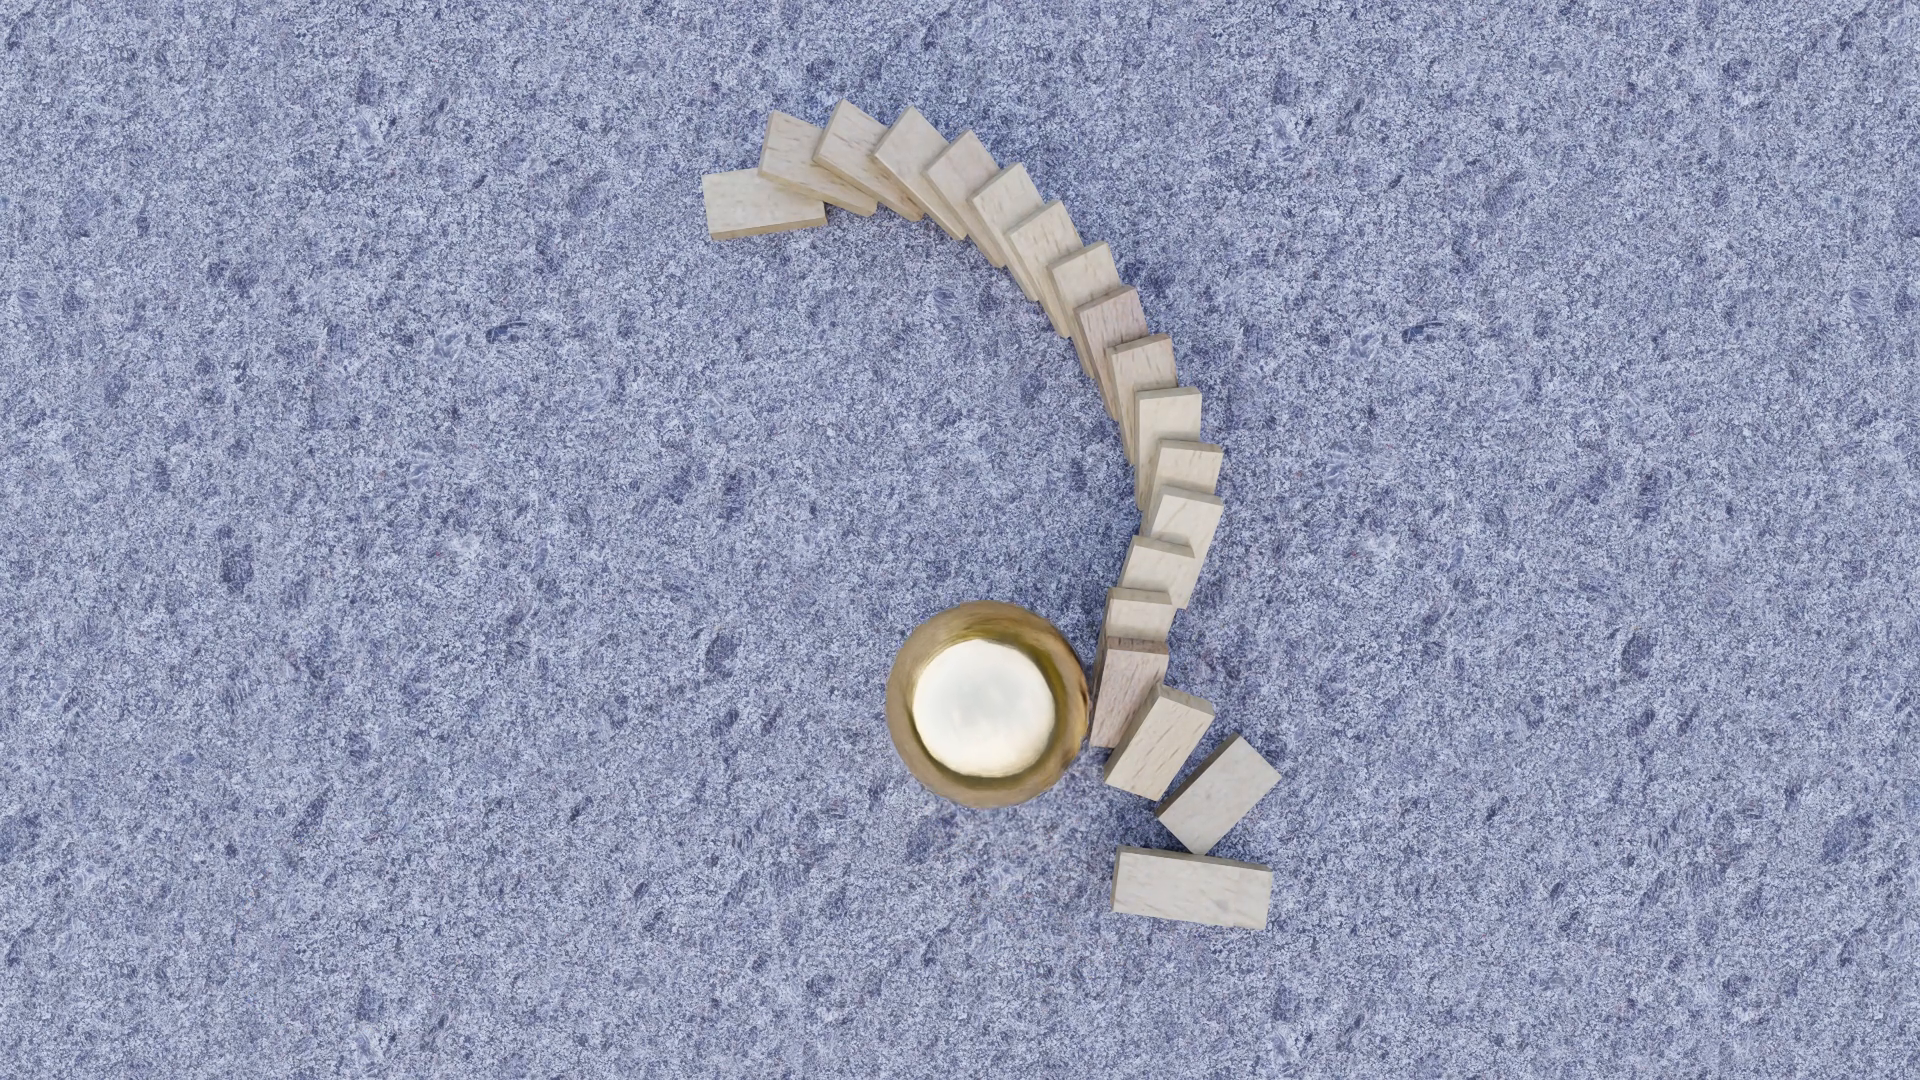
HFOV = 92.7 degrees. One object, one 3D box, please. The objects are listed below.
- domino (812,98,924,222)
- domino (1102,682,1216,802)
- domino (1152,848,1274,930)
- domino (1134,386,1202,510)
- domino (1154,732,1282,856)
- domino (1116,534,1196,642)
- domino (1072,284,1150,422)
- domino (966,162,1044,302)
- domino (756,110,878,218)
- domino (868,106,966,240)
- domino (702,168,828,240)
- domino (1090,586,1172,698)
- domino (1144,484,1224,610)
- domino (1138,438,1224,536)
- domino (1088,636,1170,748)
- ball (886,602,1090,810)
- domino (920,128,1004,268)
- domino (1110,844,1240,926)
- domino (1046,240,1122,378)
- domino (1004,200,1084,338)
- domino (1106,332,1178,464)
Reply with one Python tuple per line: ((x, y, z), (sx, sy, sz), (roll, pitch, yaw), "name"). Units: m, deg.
((-0.034, -0.158, 0.384), (0.050, 0.009, 0.025), (24, 90, -28), "domino")
((0.082, 0.085, 0.383), (0.025, 0.009, 0.050), (21, 117, -7), "domino")
((0.107, 0.150, 0.395), (0.050, 0.009, 0.025), (8, 90, 0), "domino")
((0.087, -0.038, 0.384), (0.025, 0.010, 0.050), (-6, 119, 0), "domino")
((0.111, 0.110, 0.395), (0.025, 0.010, 0.050), (45, 90, 0), "domino")
((0.078, 0.024, 0.384), (0.025, 0.010, 0.050), (12, 118, 0), "domino")
((0.068, -0.078, 0.384), (0.025, 0.010, 0.050), (-24, 117, 0), "domino")
((0.027, -0.129, 0.384), (0.025, 0.010, 0.050), (-38, 117, 0), "domino")
((-0.057, -0.157, 0.384), (0.050, 0.010, 0.025), (12, 90, -27), "domino")
((-0.011, -0.153, 0.384), (0.050, 0.010, 0.025), (37, 90, -28), "domino")
((-0.084, -0.146, 0.395), (0.050, 0.010, 0.025), (-8, 90, 0), "domino")
((0.071, 0.045, 0.384), (0.025, 0.009, 0.050), (6, 118, 0), "domino")
((0.089, 0.003, 0.384), (0.025, 0.009, 0.050), (11, 118, -3), "domino")
((0.091, -0.016, 0.384), (0.025, 0.009, 0.050), (5, 118, -1), "domino")
((0.070, 0.065, 0.384), (0.025, 0.009, 0.050), (6, 118, 0), "domino")
((0.011, 0.064, 0.360), (0.080, 0.080, 0.080), (0, 90, 0), "ball")
((0.009, -0.142, 0.384), (0.025, 0.010, 0.050), (-44, 118, 0), "domino")
((0.090, 0.145, 0.386), (0.050, 0.010, 0.025), (7, 90, 0), "domino")
((0.057, -0.096, 0.384), (0.025, 0.009, 0.050), (-26, 117, 0), "domino")
((0.042, -0.113, 0.384), (0.025, 0.009, 0.050), (-35, 118, 0), "domino")
((0.078, -0.059, 0.384), (0.025, 0.009, 0.050), (-16, 118, 0), "domino")
